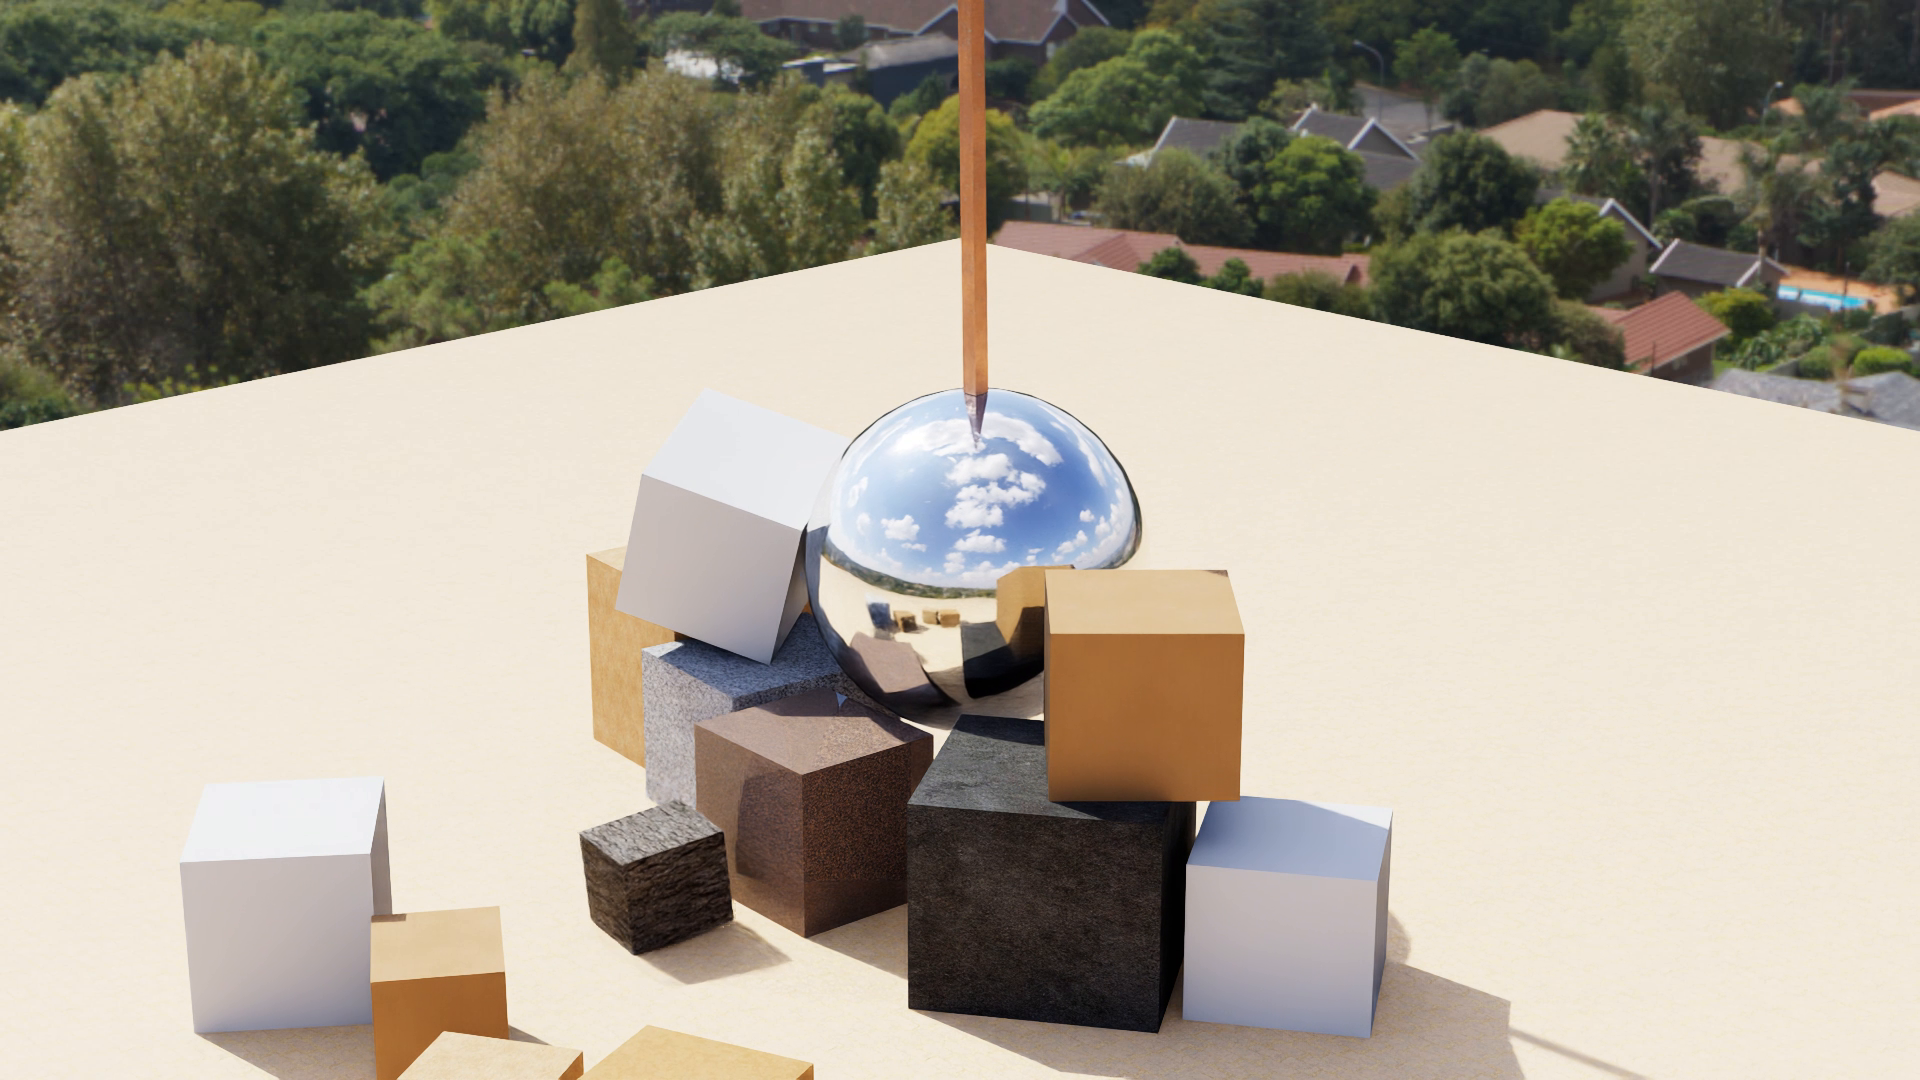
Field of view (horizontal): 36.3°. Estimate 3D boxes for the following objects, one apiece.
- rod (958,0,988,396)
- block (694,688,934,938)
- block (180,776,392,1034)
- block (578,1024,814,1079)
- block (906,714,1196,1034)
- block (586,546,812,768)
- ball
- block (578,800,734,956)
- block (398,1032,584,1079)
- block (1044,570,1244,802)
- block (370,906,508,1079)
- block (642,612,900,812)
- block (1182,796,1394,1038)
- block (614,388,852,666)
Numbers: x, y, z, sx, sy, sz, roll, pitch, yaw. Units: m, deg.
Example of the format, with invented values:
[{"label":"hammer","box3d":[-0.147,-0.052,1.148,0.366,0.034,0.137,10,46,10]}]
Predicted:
[{"label":"rod","box3d":[0.035,-3.134,12.394,0.080,5.200,0.080,17,25,42]},{"label":"block","box3d":[-0.655,1.212,13.206,0.734,0.770,0.801,-14,22,-38]},{"label":"block","box3d":[-2.797,1.512,12.270,0.751,0.757,0.832,-2,18,-6]},{"label":"block","box3d":[-0.985,2.193,10.401,0.694,0.579,0.693,8,19,25]},{"label":"block","box3d":[0.407,1.387,12.402,1.046,0.917,1.045,4,18,12]},{"label":"block","box3d":[-1.293,0.572,14.860,0.852,0.997,0.845,-13,21,-35]},{"label":"ball","box3d":[0.081,0.096,13.457,1.600,1.600,1.600,0,17,0]},{"label":"block","box3d":[-1.331,1.475,12.851,0.491,0.436,0.427,-17,23,-29]},{"label":"block","box3d":[-1.700,2.163,10.545,0.550,0.551,0.509,5,18,15]},{"label":"block","box3d":[0.749,0.594,12.195,0.775,0.720,0.827,0,17,0]},{"label":"block","box3d":[-2.060,1.837,11.626,0.511,0.524,0.616,-3,18,-10]},{"label":"block","box3d":[-0.909,0.909,14.169,0.943,0.770,0.828,-12,21,-34]},{"label":"block","box3d":[1.375,1.554,12.242,0.768,0.694,0.774,4,18,12]},{"label":"block","box3d":[-1.068,-0.074,14.050,0.792,0.801,0.858,20,35,6]}]
